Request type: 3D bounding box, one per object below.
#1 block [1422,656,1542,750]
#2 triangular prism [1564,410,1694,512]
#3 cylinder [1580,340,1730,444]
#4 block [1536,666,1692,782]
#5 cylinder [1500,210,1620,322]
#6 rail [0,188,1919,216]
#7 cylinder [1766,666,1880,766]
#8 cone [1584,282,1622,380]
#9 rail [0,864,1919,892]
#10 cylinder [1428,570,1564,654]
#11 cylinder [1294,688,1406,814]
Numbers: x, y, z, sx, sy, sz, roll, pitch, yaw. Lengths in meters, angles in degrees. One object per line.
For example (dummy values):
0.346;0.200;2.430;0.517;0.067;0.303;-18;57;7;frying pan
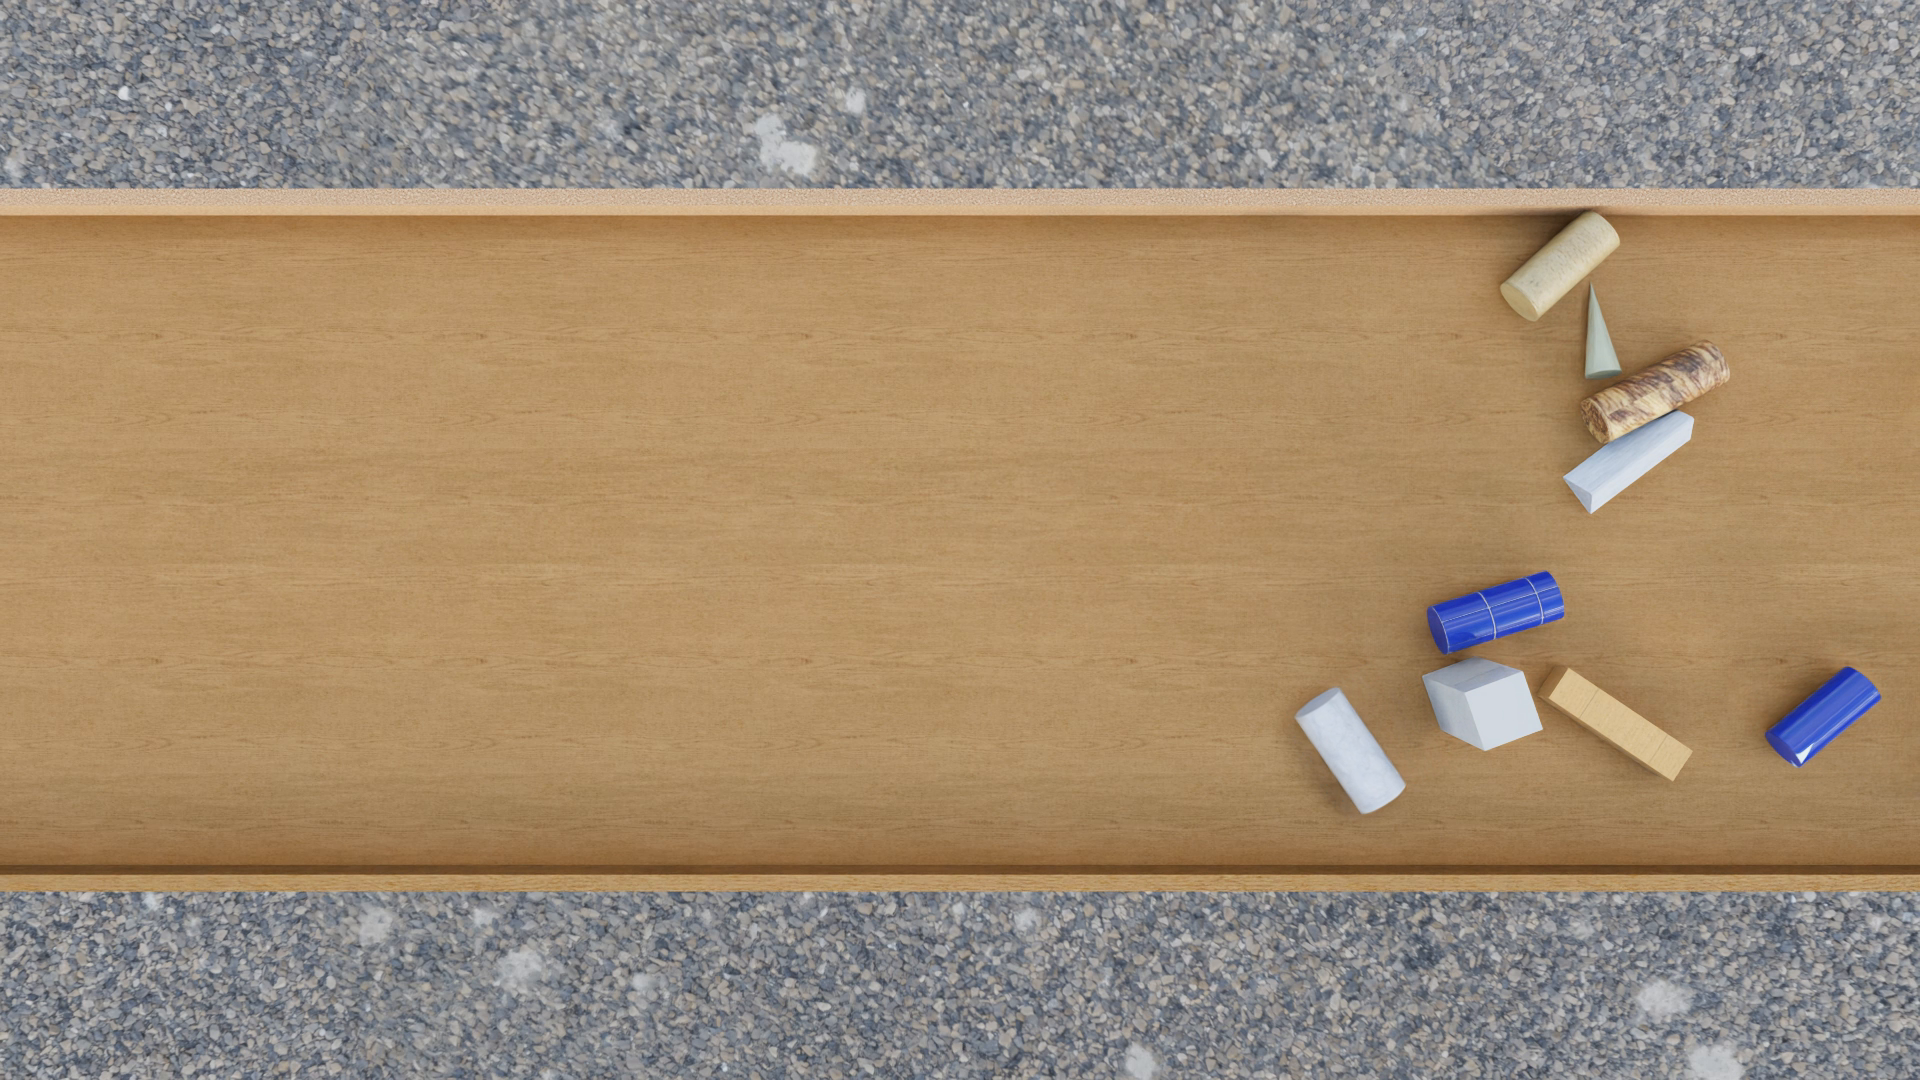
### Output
1.539;0.478;4.881;0.178;0.377;0.178;-20;93;-2;block
2.049;-0.252;5.013;0.382;0.121;0.139;-37;90;0;triangular prism
2.106;-0.449;5.002;0.405;0.150;0.150;-27;90;0;cylinder
1.990;0.556;5.022;0.450;0.109;0.109;34;90;0;block
1.818;-0.831;5.001;0.332;0.153;0.153;-42;90;0;cylinder
-2.247;-1.025;5.002;12.000;0.150;0.050;0;90;0;rail
2.619;0.536;5.008;0.312;0.136;0.136;-40;90;0;cylinder
1.949;-0.653;5.050;0.106;0.106;0.303;-4;80;0;cone
-2.247;1.025;5.001;12.000;0.150;0.050;0;90;0;rail
1.622;0.220;5.000;0.365;0.154;0.154;-17;90;0;cylinder
1.180;0.638;4.996;0.161;0.161;0.350;-35;90;0;cylinder
